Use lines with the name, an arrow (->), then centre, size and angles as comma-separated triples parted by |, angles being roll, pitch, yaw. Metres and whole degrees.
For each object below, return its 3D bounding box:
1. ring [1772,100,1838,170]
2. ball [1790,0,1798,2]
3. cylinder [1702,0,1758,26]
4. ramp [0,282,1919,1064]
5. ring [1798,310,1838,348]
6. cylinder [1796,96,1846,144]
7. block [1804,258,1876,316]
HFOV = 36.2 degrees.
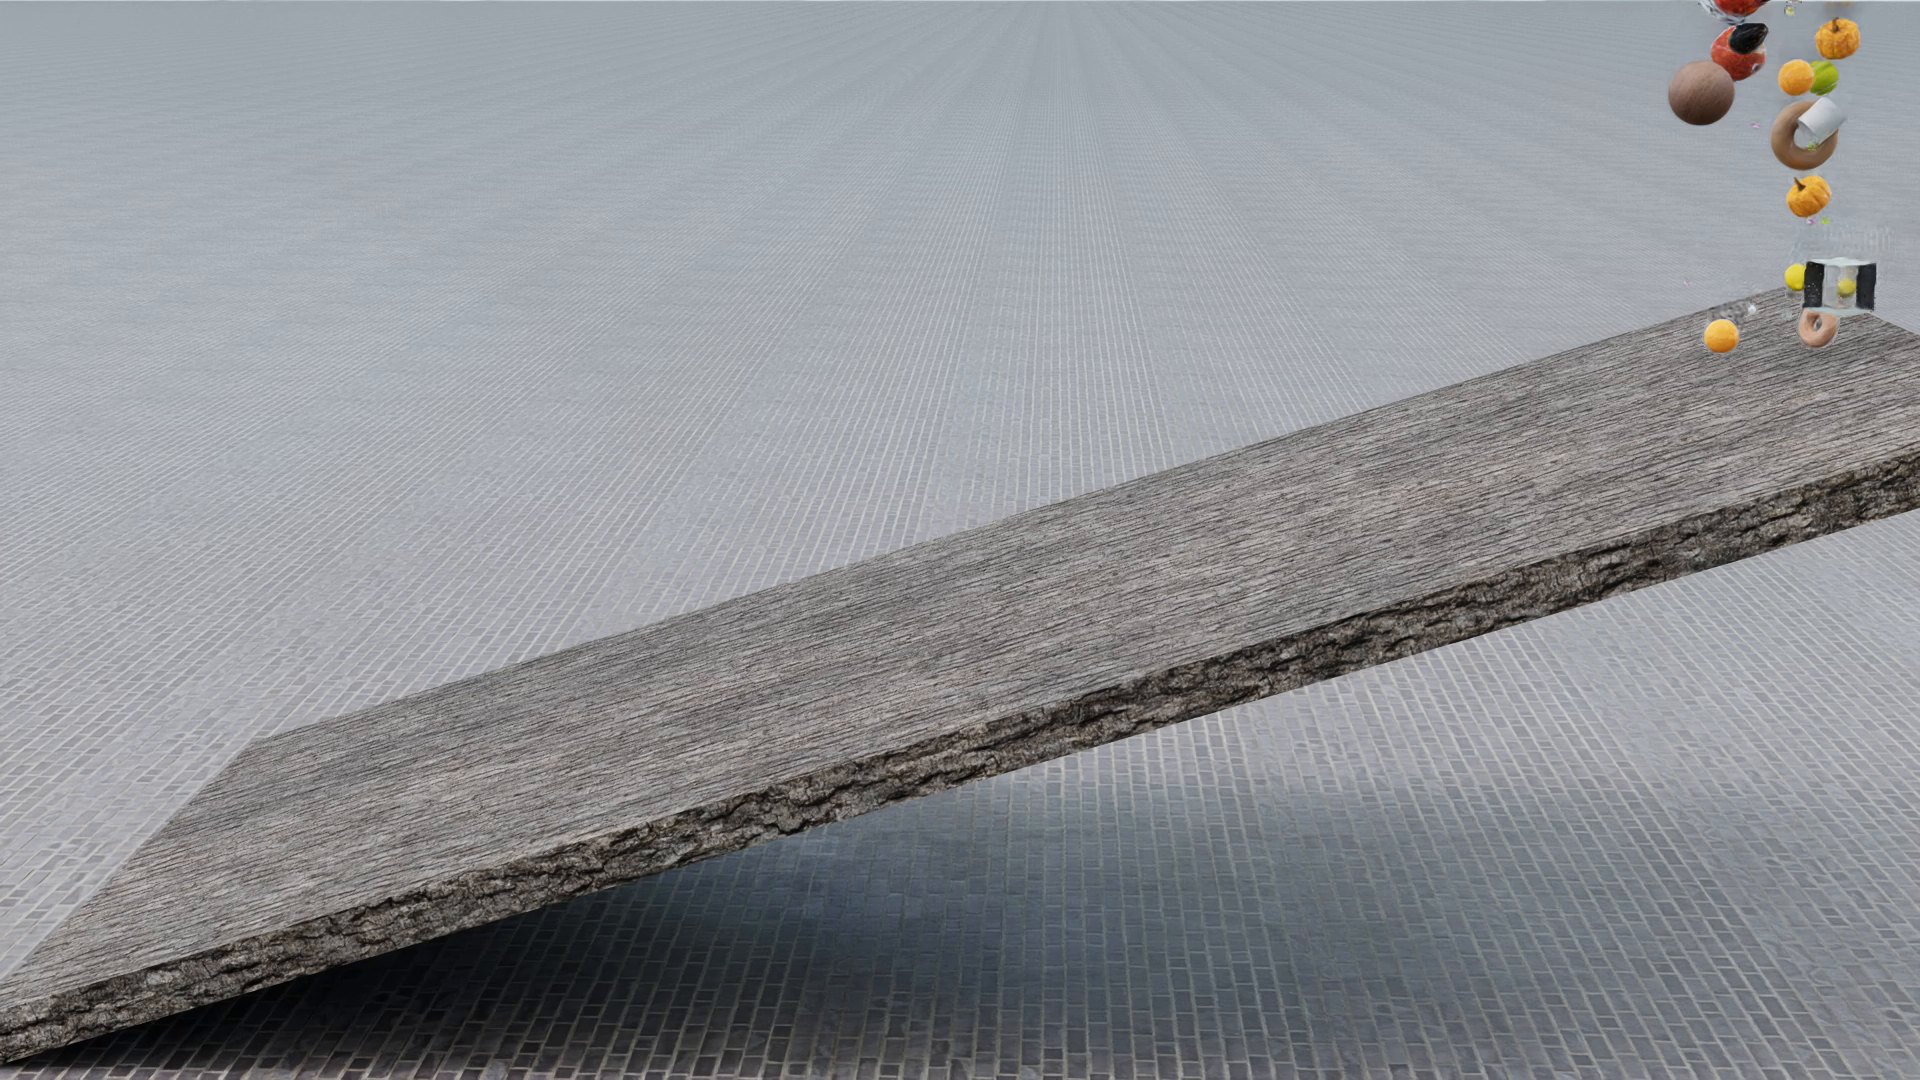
ring -> 1.747, -0.836, 6.084 | 0.144, 0.144, 0.048 | -1, 13, -7
ball -> 1.688, -1.122, 5.943 | 0.067, 0.067, 0.067 | 0, 11, 0
cylinder -> 1.593, -1.126, 6.043 | 0.099, 0.099, 0.099 | 16, 39, -13
ramp -> 0.096, 0.185, 6.315 | 4.000, 0.100, 2.000 | -17, 10, 5
ring -> 1.778, -0.446, 6.092 | 0.032, 0.097, 0.097 | 9, 6, -30
cylinder -> 1.763, -0.858, 6.019 | 0.069, 0.069, 0.069 | -42, 10, 5
block -> 1.731, -0.500, 5.787 | 0.095, 0.095, 0.095 | -7, 15, -26
